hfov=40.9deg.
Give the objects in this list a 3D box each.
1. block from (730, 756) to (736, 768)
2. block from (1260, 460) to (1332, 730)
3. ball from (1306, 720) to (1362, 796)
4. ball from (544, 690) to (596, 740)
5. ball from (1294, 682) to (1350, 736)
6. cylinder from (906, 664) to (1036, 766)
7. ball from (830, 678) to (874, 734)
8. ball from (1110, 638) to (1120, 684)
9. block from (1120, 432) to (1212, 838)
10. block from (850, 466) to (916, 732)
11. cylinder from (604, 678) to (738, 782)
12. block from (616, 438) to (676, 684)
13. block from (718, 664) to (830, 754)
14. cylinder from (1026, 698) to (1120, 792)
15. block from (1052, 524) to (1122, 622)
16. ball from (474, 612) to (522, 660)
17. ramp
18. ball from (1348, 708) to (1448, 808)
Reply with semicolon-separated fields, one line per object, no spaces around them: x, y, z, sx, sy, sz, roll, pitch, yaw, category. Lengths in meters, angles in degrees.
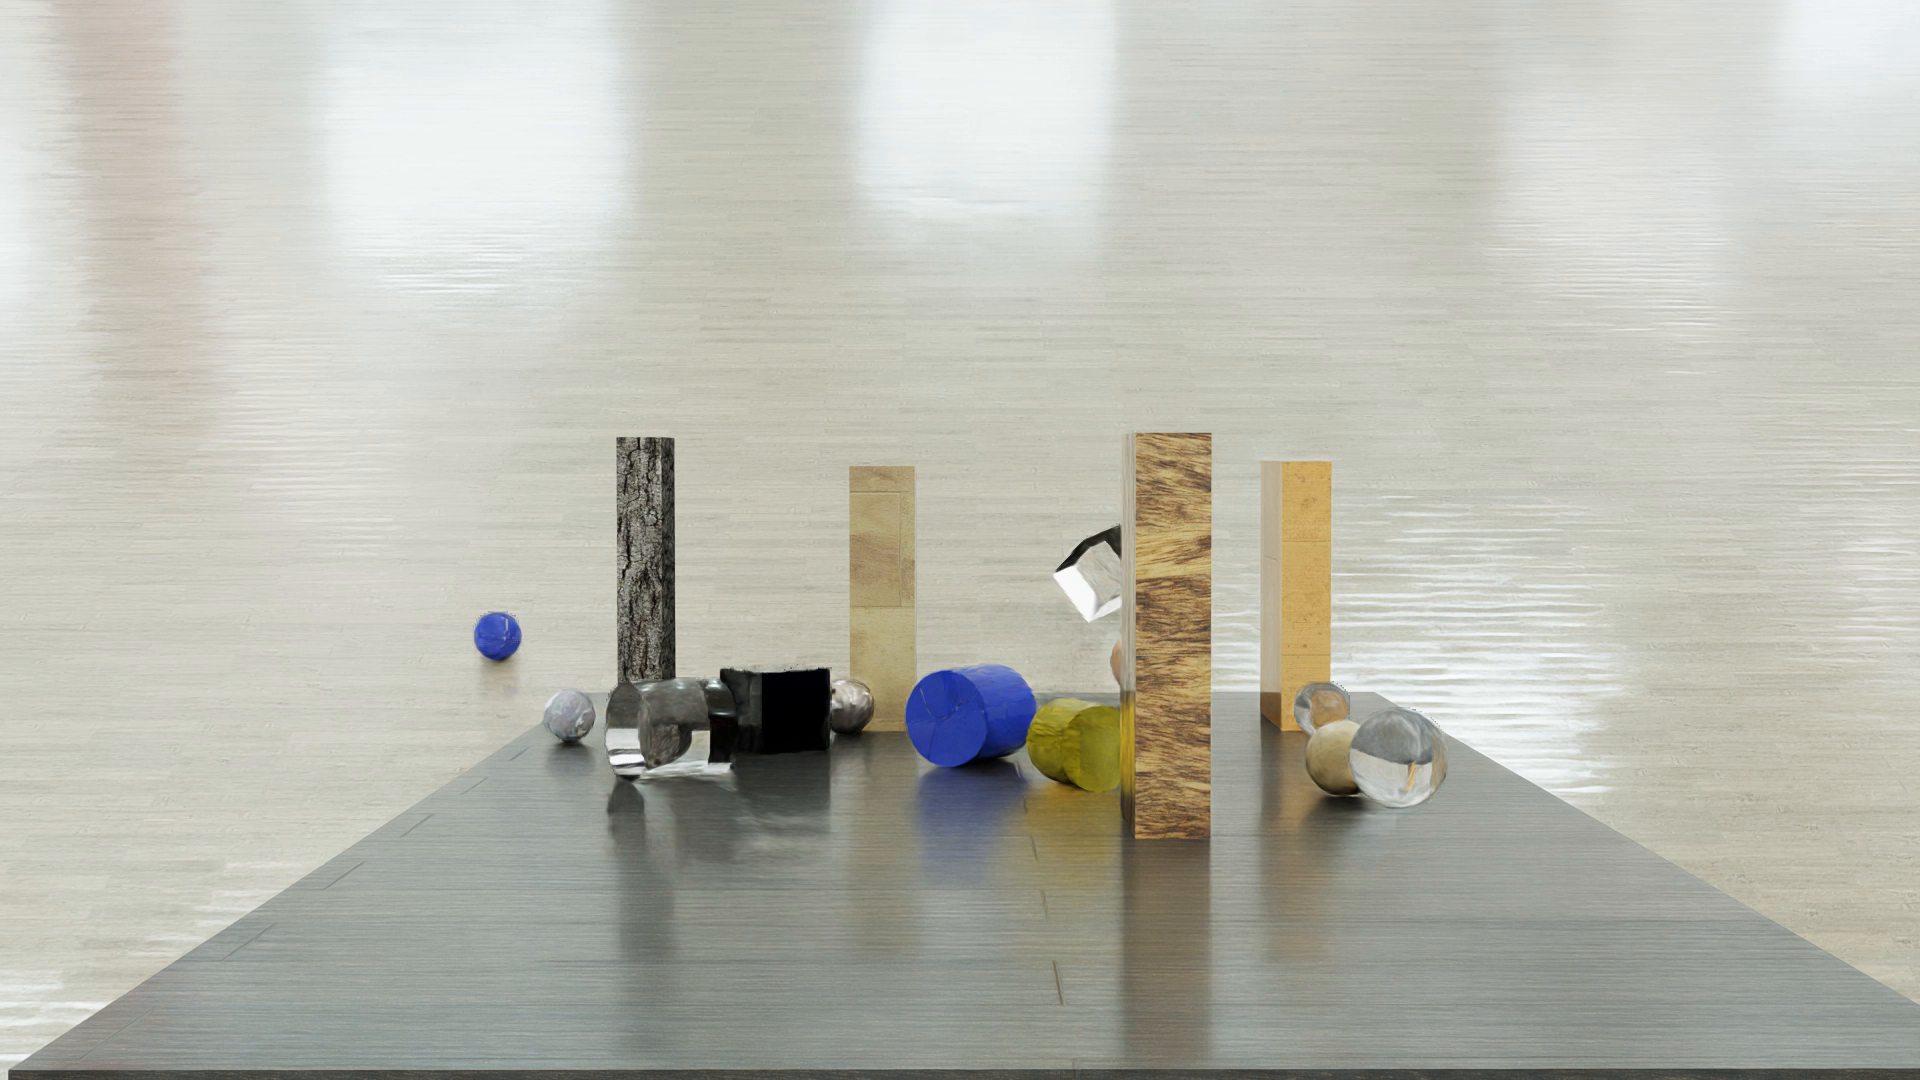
-0.512;0.378;5.010;0.122;0.122;0.122;-1;2;-19;block
0.757;0.116;5.829;0.107;0.588;0.397;0;2;0;block
0.680;0.387;4.571;0.134;0.134;0.134;0;24;0;ball
-0.825;0.370;5.445;0.108;0.108;0.108;0;24;0;ball
0.772;0.362;5.498;0.120;0.120;0.120;0;24;0;ball
0.023;0.343;5.064;0.187;0.187;0.187;15;9;30;cylinder
-0.245;0.359;5.564;0.122;0.122;0.122;0;24;0;ball
0.462;0.304;6.440;0.172;0.172;0.172;0;24;0;ball
0.335;0.145;4.234;0.119;0.640;0.358;0;2;0;block
-0.170;0.124;5.759;0.142;0.579;0.283;0;2;0;block
-0.539;0.353;4.815;0.184;0.184;0.184;-1;21;-35;cylinder
-0.669;0.102;5.504;0.094;0.641;0.253;0;2;0;block
-0.381;0.346;5.302;0.166;0.166;0.166;-2;2;-37;block
0.223;0.372;4.690;0.156;0.156;0.156;-10;5;-20;cylinder
0.399;0.090;7.074;0.168;0.168;0.168;-22;69;-44;block
-1.238;0.257;6.899;0.128;0.128;0.128;0;24;0;ball
0.056;0.505;4.549;2.000;0.100;4.000;0;2;0;ramp
0.751;0.374;4.414;0.170;0.170;0.170;0;24;0;ball
